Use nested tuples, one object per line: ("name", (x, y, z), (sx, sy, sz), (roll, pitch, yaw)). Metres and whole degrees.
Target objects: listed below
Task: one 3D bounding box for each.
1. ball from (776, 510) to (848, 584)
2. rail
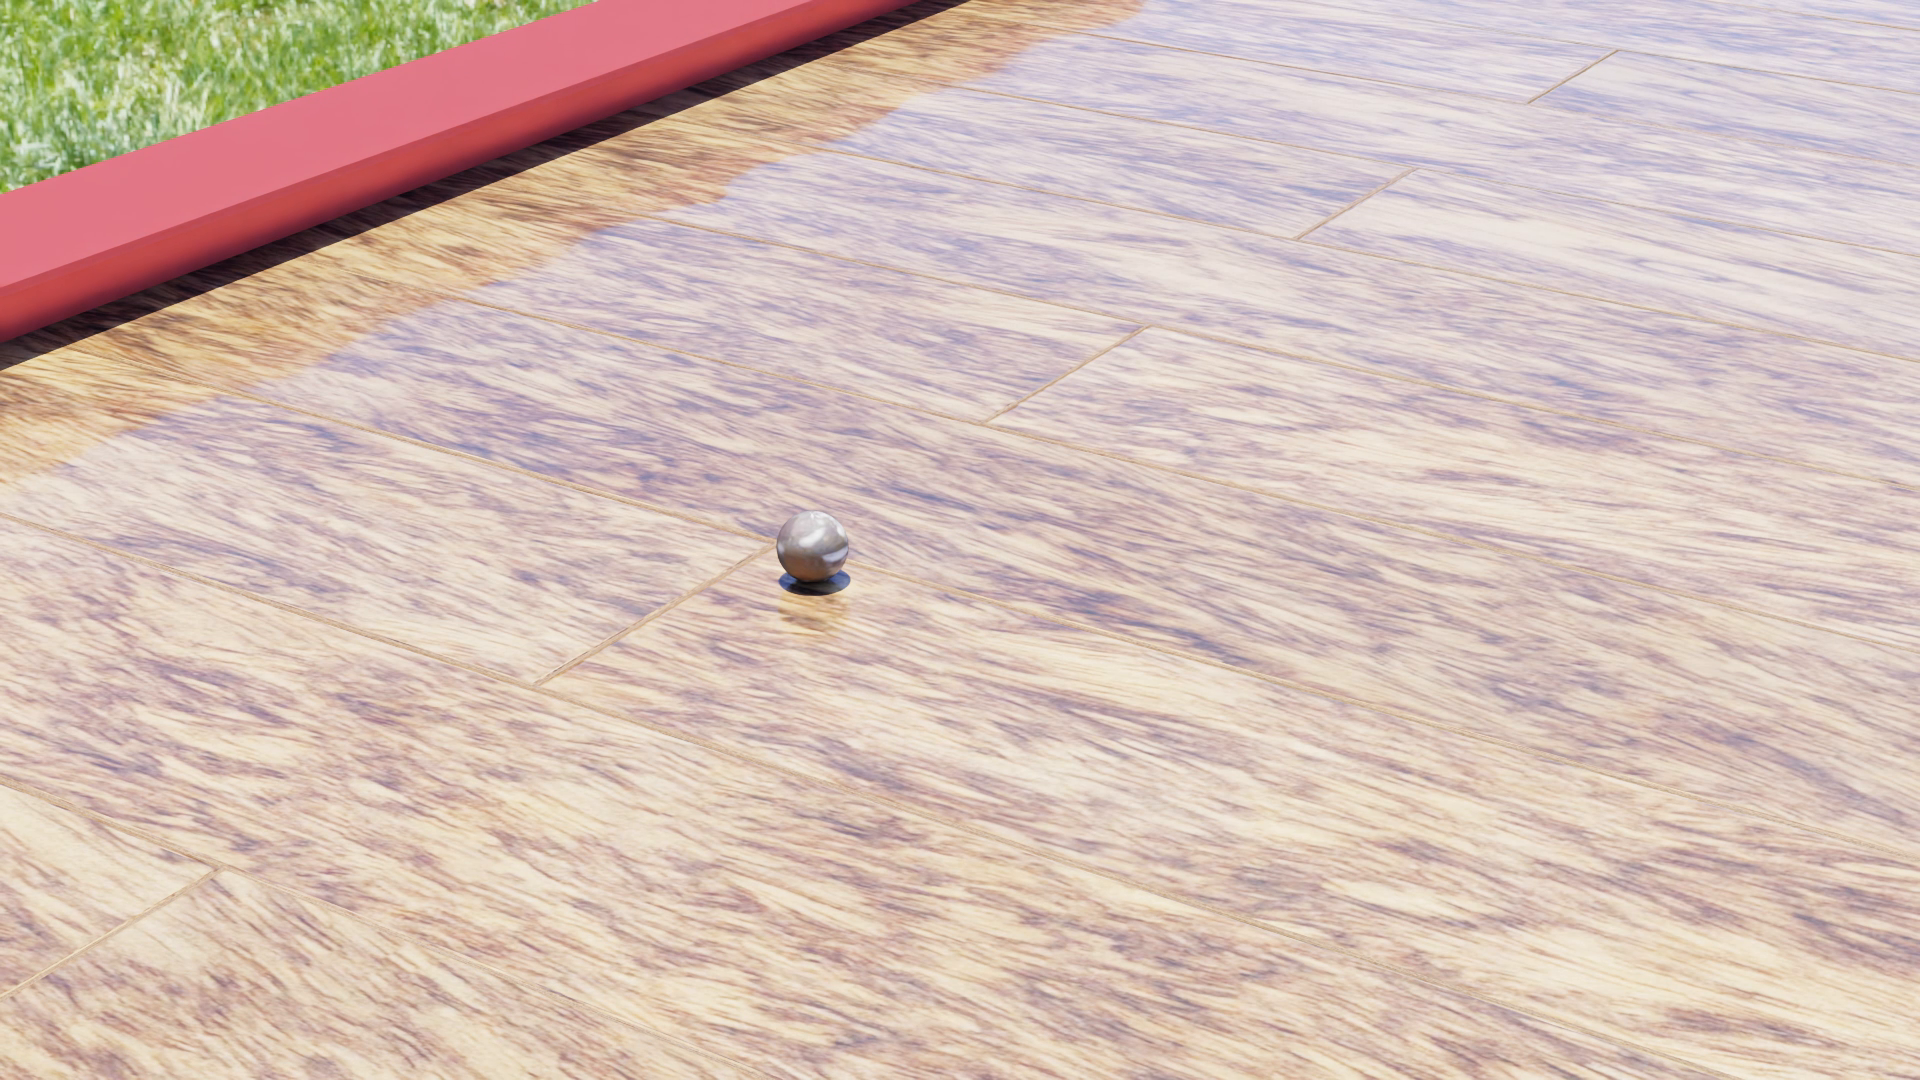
("ball", (-0.095, 0.004, 1.893), (0.047, 0.047, 0.047), (0, 24, 0))
("rail", (-0.259, -0.504, 2.930), (0.045, 0.114, 3.309), (15, 28, 30))
